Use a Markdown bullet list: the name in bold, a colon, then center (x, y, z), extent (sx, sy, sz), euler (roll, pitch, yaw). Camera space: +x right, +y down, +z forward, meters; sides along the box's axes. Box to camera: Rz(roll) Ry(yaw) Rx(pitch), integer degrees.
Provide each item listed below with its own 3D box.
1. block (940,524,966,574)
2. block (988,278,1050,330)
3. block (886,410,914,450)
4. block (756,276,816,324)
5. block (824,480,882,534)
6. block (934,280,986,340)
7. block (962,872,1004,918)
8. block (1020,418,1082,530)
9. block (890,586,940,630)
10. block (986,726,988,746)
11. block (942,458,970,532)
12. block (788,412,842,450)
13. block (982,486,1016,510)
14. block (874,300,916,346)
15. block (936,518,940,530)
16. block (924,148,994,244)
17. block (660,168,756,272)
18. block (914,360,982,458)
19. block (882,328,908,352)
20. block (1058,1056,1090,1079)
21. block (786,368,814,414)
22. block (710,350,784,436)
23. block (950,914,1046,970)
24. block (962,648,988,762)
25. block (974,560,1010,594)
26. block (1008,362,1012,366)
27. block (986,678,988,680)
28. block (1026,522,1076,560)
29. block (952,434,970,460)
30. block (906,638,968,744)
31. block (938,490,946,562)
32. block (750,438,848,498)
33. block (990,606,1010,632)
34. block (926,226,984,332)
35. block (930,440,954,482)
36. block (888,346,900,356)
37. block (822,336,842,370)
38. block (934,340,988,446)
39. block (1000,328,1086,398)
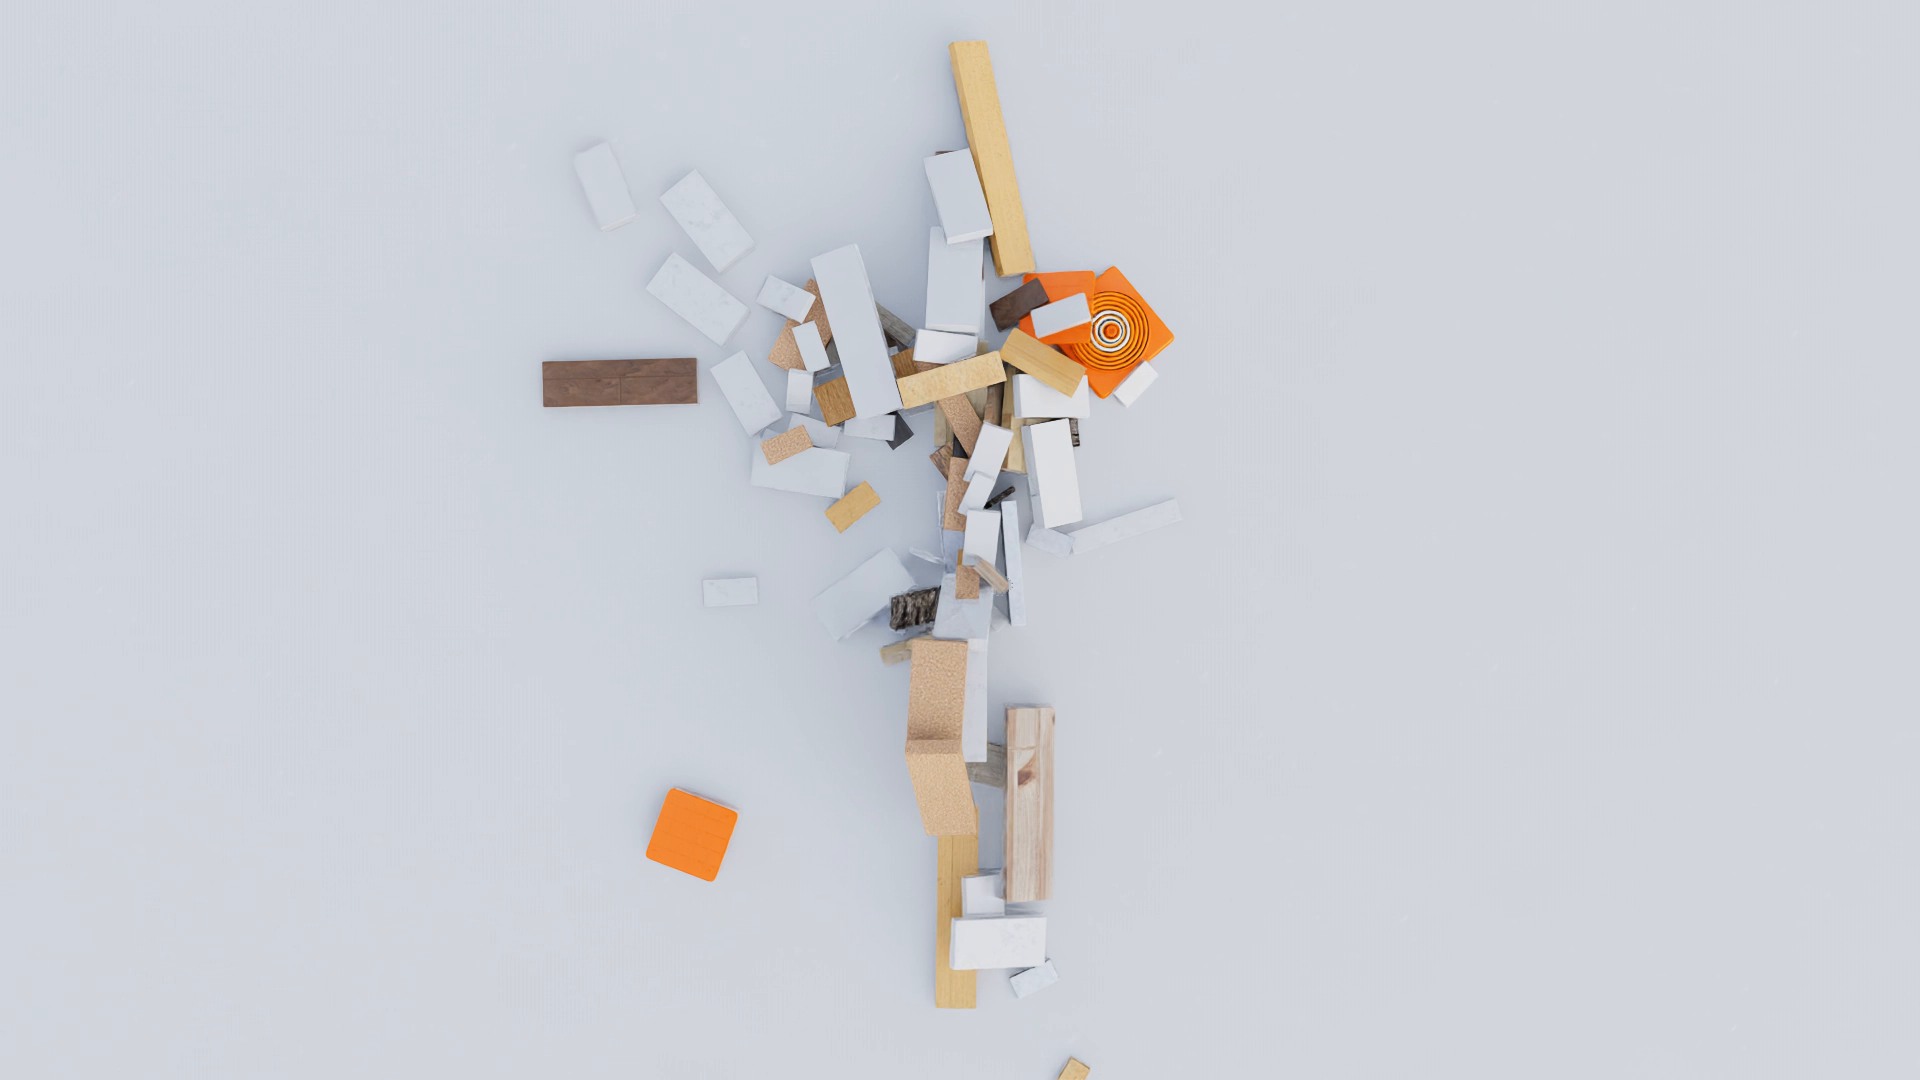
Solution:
- **block**: center (0.010, 0.054, 5.442), extent (0.118, 0.033, 0.236), euler (-9, 107, -4)
- **block**: center (0.197, -0.780, 5.452), extent (0.186, 0.026, 0.093), euler (-28, 71, 13)
- **block**: center (-0.240, -0.396, 5.487), extent (0.089, 0.025, 0.178), euler (-36, 90, 0)
- **block**: center (-0.574, -0.794, 5.435), extent (0.199, 0.028, 0.099), euler (28, 90, 33)
- **block**: center (-0.356, -0.110, 5.488), extent (0.175, 0.025, 0.088), euler (-38, 90, 0)
- **block**: center (-0.007, -0.679, 5.430), extent (0.173, 0.049, 0.346), euler (1, 105, -1)
- **block**: center (0.079, 1.241, 5.451), extent (0.134, 0.038, 0.268), euler (-3, 92, -24)
- **block**: center (0.302, -0.218, 5.411), extent (0.170, 0.048, 0.339), euler (-13, 98, -38)
- **block**: center (-0.130, 0.222, 5.412), extent (0.212, 0.030, 0.106), euler (-12, 114, -33)
- **block**: center (-0.001, 0.619, 5.325), extent (0.175, 0.349, 0.049), euler (0, 90, 0)
- **block**: center (0.015, -0.146, 5.374), extent (0.118, 0.033, 0.236), euler (6, 89, -7)
- **block**: center (-0.487, -0.359, 5.488), extent (0.167, 0.024, 0.083), euler (18, 90, 0)
- **block**: center (0.119, -0.133, 5.464), extent (0.143, 0.072, 0.020), euler (-33, 90, 0)
- **block**: center (-0.259, -0.711, 5.485), extent (0.214, 0.030, 0.107), euler (36, 90, 0)
- **block**: center (-0.009, -0.114, 5.460), extent (0.092, 0.026, 0.185), euler (15, 104, -6)
- **block**: center (-0.005, -1.122, 5.380), extent (0.153, 0.043, 0.307), euler (-14, 71, -5)
- **block**: center (-0.839, -1.059, 5.478), extent (0.156, 0.044, 0.311), euler (-39, 90, 0)
- **block**: center (-0.018, -0.440, 5.372), extent (0.089, 0.025, 0.362), euler (-33, 98, -16)
- **block**: center (-0.222, -0.606, 5.456), extent (0.214, 0.030, 0.107), euler (38, 104, -1)
- **block**: center (0.364, 1.806, 5.489), extent (0.075, 0.021, 0.149), euler (31, 90, 0)
- **block**: center (-0.529, -0.490, 5.441), extent (0.078, 0.022, 0.157), euler (10, 130, 0)
- **block**: center (-0.709, -0.487, 5.482), extent (0.129, 0.036, 0.257), euler (-30, 90, 0)
- **block**: center (0.126, 1.321, 5.421), extent (0.320, 0.045, 0.160), euler (3, 89, -21)
- **block**: center (-0.004, 0.510, 5.126), extent (0.175, 0.049, 0.349), euler (0, 90, 0)
- **block**: center (0.103, 0.118, 5.310), extent (0.120, 0.060, 0.017), euler (43, 121, 8)
- **block**: center (0.205, -0.505, 5.452), extent (0.100, 0.028, 0.201), euler (4, 87, -42)
- **block**: center (-0.002, 0.411, 5.325), extent (0.175, 0.349, 0.049), euler (0, 90, 0)
- **block**: center (0.300, 0.002, 5.477), extent (0.149, 0.021, 0.075), euler (22, 96, 6)
- **block**: center (0.022, -0.270, 5.413), extent (0.092, 0.026, 0.185), euler (4, 87, -11)
- **block**: center (-0.070, 0.476, 5.066), extent (0.167, 0.047, 0.335), euler (4, 94, 4)
- **block**: center (-0.007, -0.048, 5.445), extent (0.118, 0.033, 0.236), euler (-6, 107, -5)
- **block**: center (-0.531, -0.236, 5.455), extent (0.303, 0.043, 0.152), euler (9, 90, 0)
- **block**: center (0.104, 0.249, 5.492), extent (0.113, 0.016, 0.056), euler (41, 90, 0)
- **block**: center (-0.017, -0.844, 5.338), extent (0.173, 0.049, 0.346), euler (3, 72, 0)
- **block**: center (-0.011, -0.230, 5.457), extent (0.092, 0.026, 0.185), euler (-35, 103, 7)
- **block**: center (-0.222, -0.543, 5.441), extent (0.089, 0.025, 0.178), euler (-15, 99, 11)
- **block**: center (-0.449, -0.684, 5.485), extent (0.107, 0.030, 0.214), euler (-23, 90, 0)
- **block**: center (0.003, -0.483, 5.431), extent (0.173, 0.049, 0.346), euler (1, 105, 0)
- **block**: center (0.269, -0.579, 5.369), extent (0.275, 0.137, 0.039), euler (29, 131, -2)
